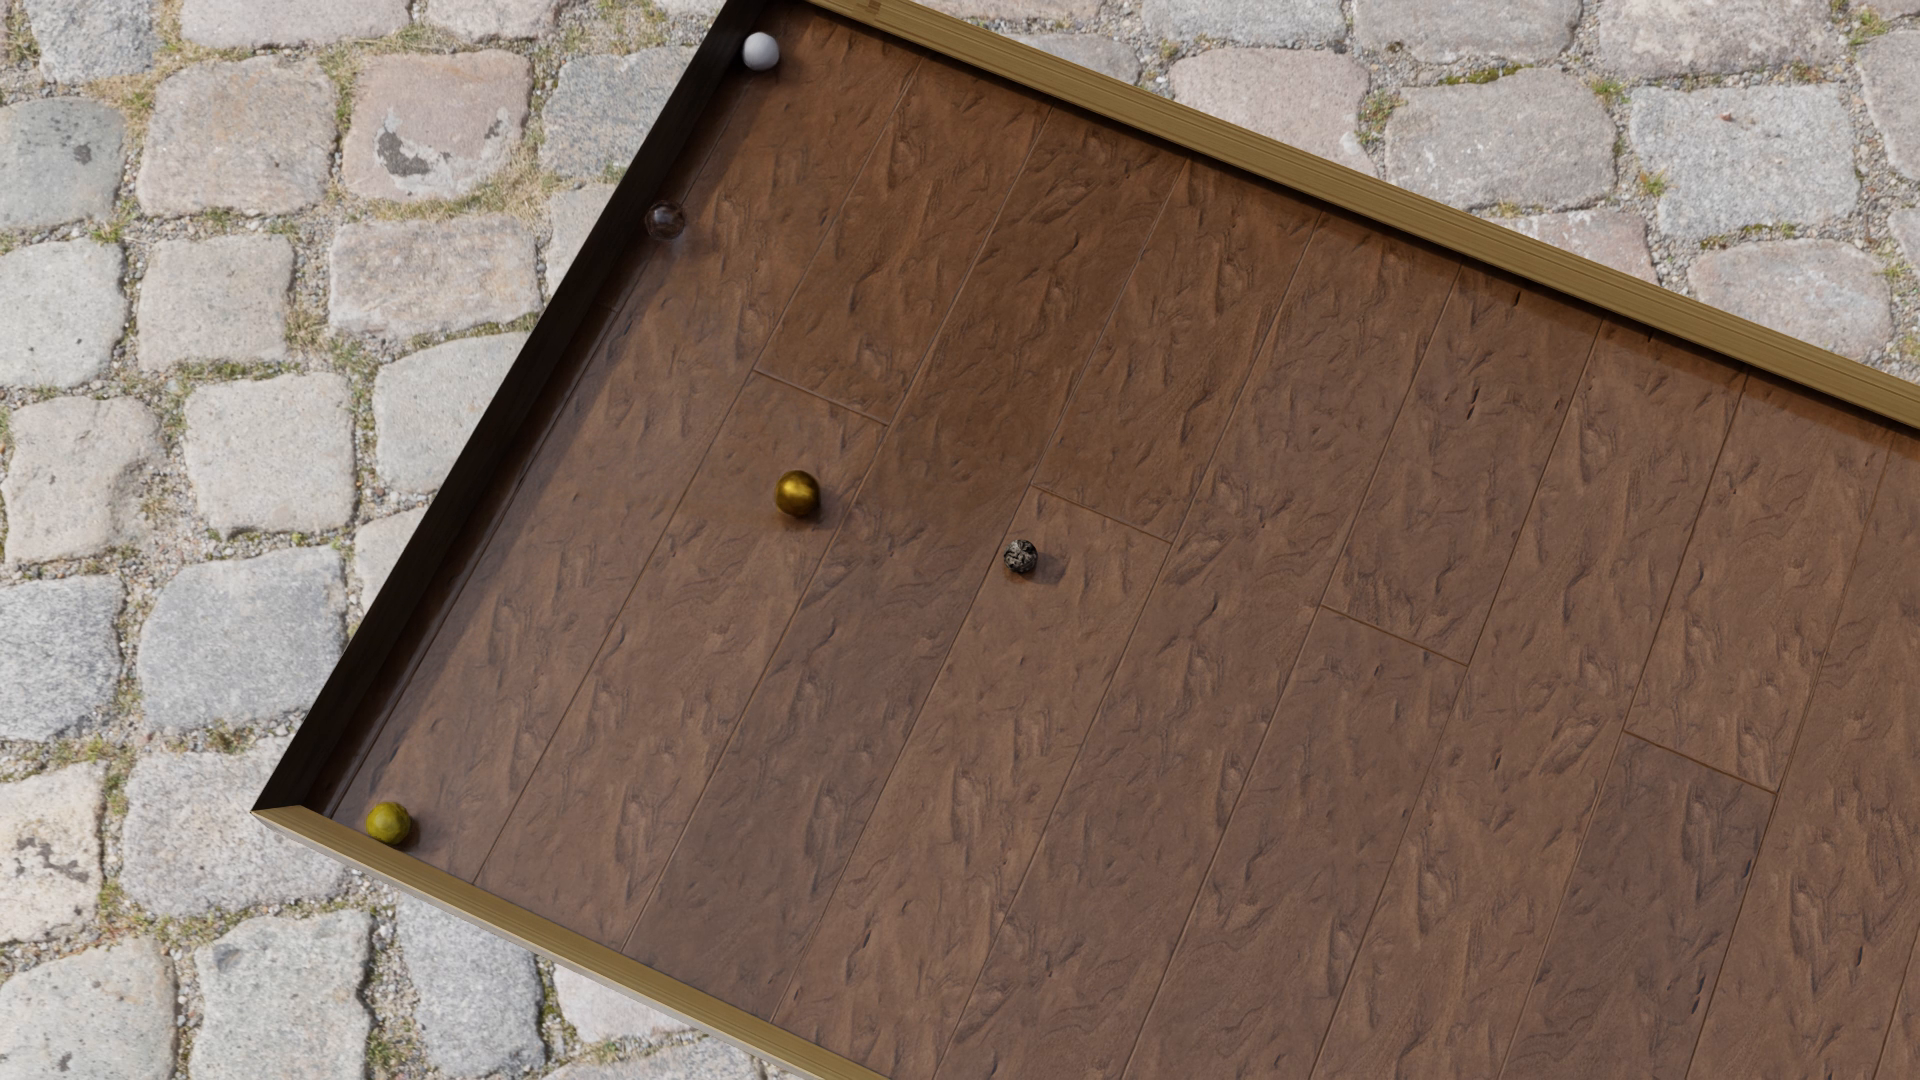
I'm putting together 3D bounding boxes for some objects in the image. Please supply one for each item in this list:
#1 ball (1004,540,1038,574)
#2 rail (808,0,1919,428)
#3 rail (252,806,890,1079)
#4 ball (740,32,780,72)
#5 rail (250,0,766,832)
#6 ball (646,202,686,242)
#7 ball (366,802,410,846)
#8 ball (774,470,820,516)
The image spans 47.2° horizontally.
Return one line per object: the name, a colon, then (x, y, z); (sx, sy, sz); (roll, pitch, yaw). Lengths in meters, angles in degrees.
ball: (0.096, 0.026, 3.478); (0.054, 0.054, 0.054); (0, 68, 0)
rail: (1.043, -0.413, 3.630); (3.077, 0.095, 0.045); (23, 70, 9)
rail: (0.358, 0.991, 3.072); (3.077, 0.095, 0.045); (23, 70, 9)
ball: (-0.347, -0.847, 3.819); (0.067, 0.067, 0.067); (0, 68, 0)
rail: (-0.679, -0.292, 3.583); (0.045, 0.095, 1.706); (23, 70, 9)
ball: (-0.495, -0.535, 3.695); (0.066, 0.066, 0.066); (0, 68, 0)
ball: (-0.861, 0.427, 3.313); (0.065, 0.065, 0.065); (0, 68, 0)
ball: (-0.261, -0.075, 3.509); (0.073, 0.073, 0.073); (0, 68, 0)
